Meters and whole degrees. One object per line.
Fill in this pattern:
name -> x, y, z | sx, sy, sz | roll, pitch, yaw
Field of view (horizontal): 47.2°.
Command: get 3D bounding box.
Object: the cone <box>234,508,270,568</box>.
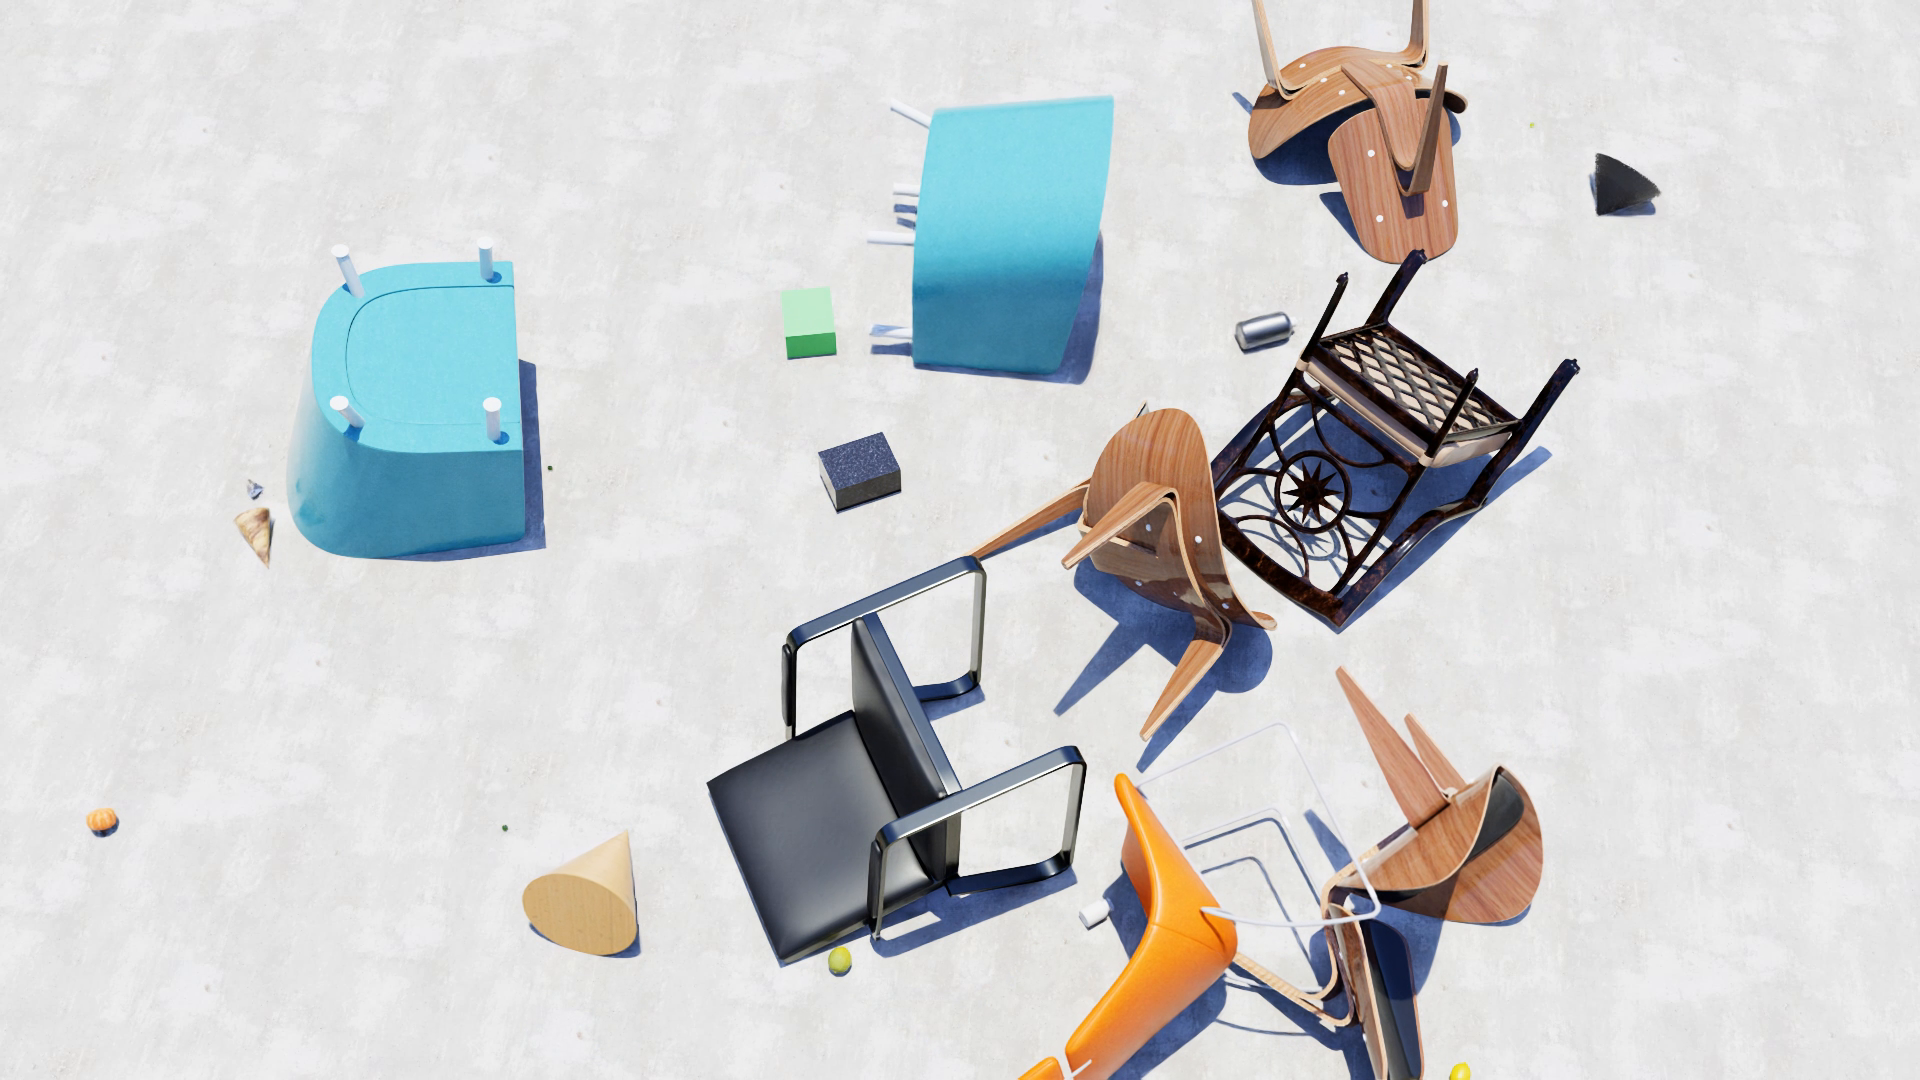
cone -> -2.080, 0.008, 6.539 | 0.112, 0.098, 0.181 | -24, 74, 9

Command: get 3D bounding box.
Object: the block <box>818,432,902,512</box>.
block -> -0.303, -0.207, 6.646 | 0.209, 0.111, 0.153 | -19, 58, -12

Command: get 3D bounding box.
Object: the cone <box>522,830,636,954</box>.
cone -> -0.955, 0.888, 5.901 | 0.320, 0.276, 0.348 | 12, 35, 9

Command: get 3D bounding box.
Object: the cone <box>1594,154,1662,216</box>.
cone -> 2.163, -1.141, 7.288 | 0.262, 0.197, 0.172 | 37, 94, 24

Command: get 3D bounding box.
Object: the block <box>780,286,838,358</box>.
block -> -0.480, -0.691, 6.973 | 0.158, 0.106, 0.188 | -6, 56, -4

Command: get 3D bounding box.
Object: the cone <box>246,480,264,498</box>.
cone -> -2.129, -0.157, 6.666 | 0.047, 0.050, 0.068 | -4, 41, -38
